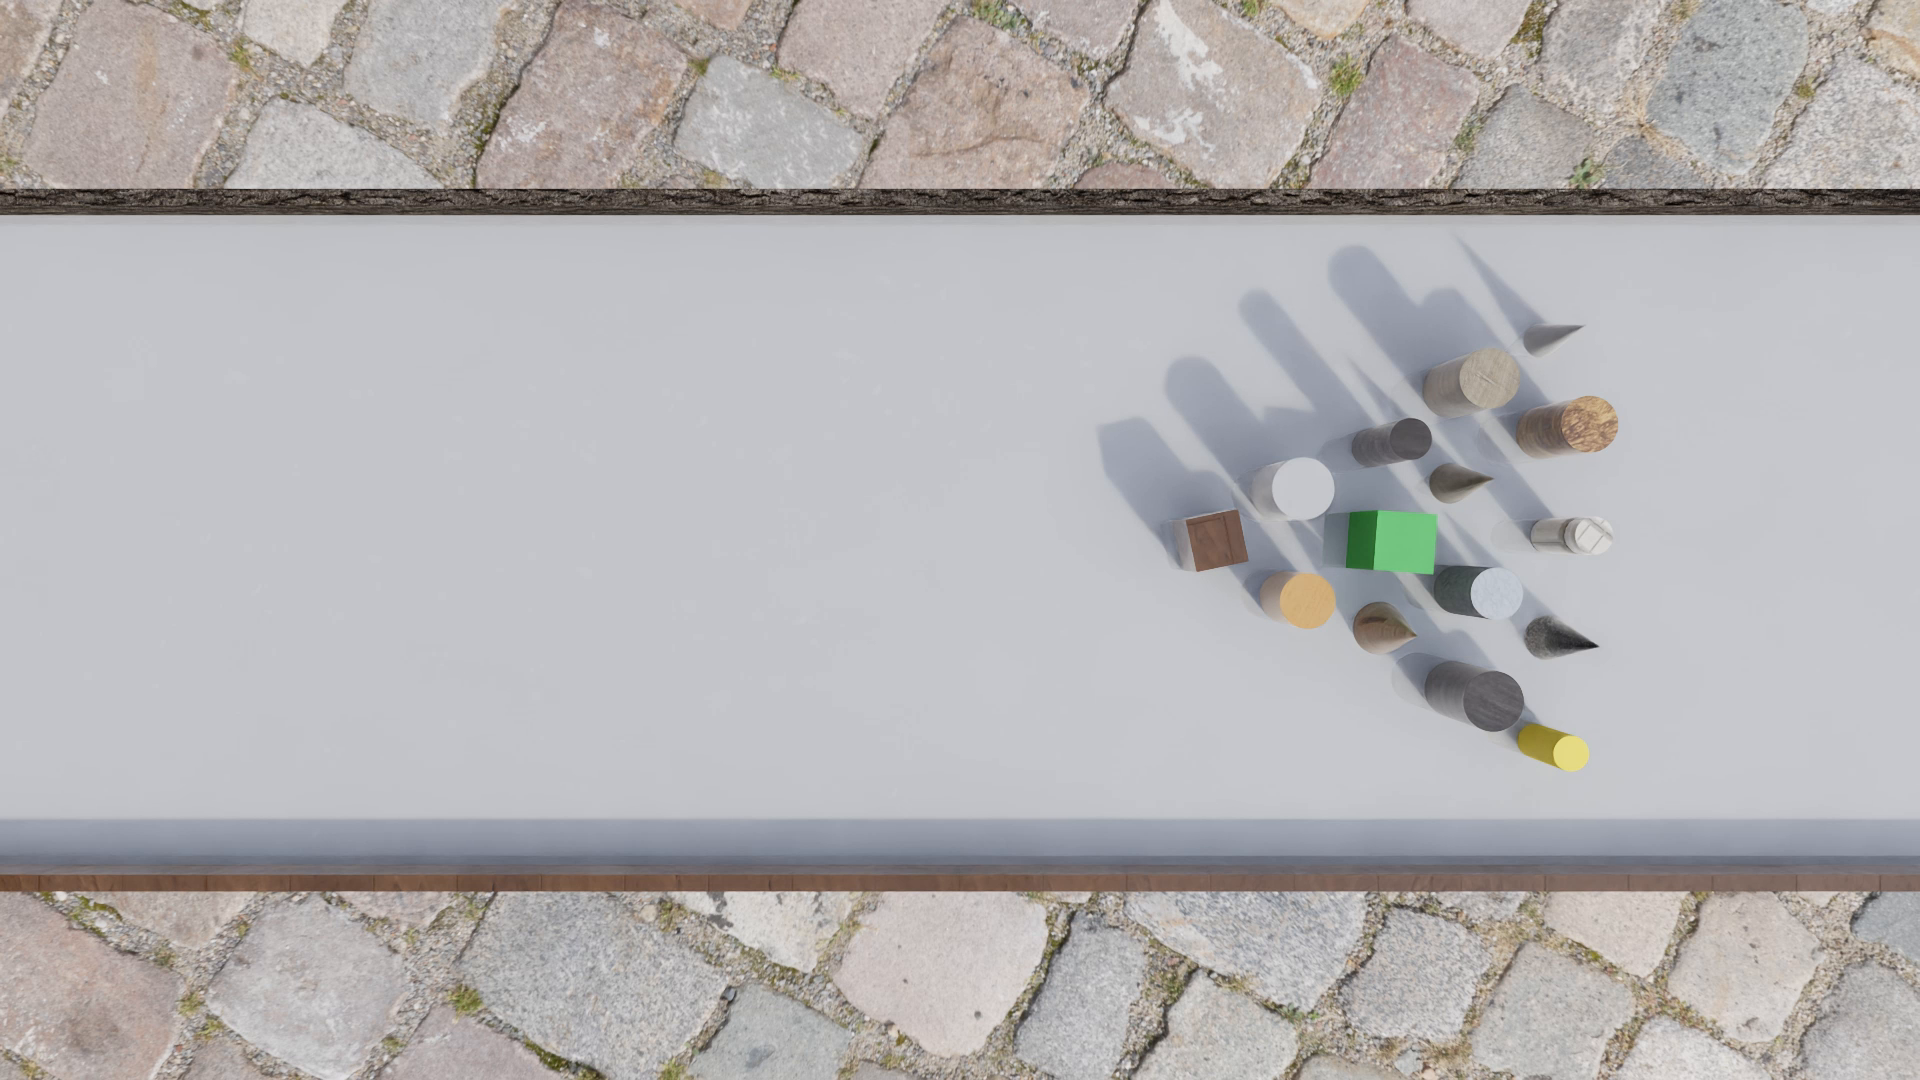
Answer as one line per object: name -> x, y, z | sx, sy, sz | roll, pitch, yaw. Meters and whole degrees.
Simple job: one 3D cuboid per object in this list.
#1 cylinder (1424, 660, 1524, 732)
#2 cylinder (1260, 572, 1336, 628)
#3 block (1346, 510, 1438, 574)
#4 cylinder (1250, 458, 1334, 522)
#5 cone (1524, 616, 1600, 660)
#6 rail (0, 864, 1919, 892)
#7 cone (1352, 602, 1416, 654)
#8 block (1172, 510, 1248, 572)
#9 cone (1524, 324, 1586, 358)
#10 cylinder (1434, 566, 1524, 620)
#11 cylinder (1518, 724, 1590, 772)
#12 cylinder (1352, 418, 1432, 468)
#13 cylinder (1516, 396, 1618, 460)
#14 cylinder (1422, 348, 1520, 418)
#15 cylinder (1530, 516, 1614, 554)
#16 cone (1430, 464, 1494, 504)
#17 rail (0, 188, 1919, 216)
cylinder -> 1.516, 0.459, 4.881 | 0.173, 0.391, 0.173 | 0, 90, 0
cylinder -> 1.001, 0.176, 4.913 | 0.161, 0.327, 0.161 | 0, 90, 0
block -> 1.279, 0.006, 4.906 | 0.172, 0.342, 0.172 | 4, 90, 0
cylinder -> 0.984, -0.148, 4.902 | 0.180, 0.348, 0.180 | 0, 90, 0
cone -> 1.807, 0.301, 4.865 | 0.139, 0.423, 0.139 | 0, 90, 0
rail -> -2.247, 1.025, 5.001 | 12.000, 0.150, 0.050 | 0, 90, 0
cone -> 1.291, 0.271, 4.864 | 0.164, 0.425, 0.164 | 0, 90, 0
block -> 0.744, 0.002, 4.923 | 0.155, 0.307, 0.155 | -12, 90, 0
cone -> 1.787, -0.614, 4.891 | 0.106, 0.370, 0.106 | 0, 90, 0
cylinder -> 1.532, 0.153, 4.892 | 0.150, 0.370, 0.150 | 0, 90, 0
cylinder -> 1.768, 0.618, 4.923 | 0.104, 0.308, 0.104 | 0, 90, 0
cylinder -> 1.264, -0.283, 4.850 | 0.119, 0.452, 0.119 | 0, 90, 0
cylinder -> 1.791, -0.329, 4.884 | 0.162, 0.386, 0.162 | 0, 90, 0
cylinder -> 1.509, -0.461, 4.887 | 0.173, 0.380, 0.173 | 0, 90, 0
cylinder -> 1.808, -0.012, 4.889 | 0.109, 0.375, 0.109 | 0, 90, 0
cone -> 1.507, -0.174, 4.861 | 0.124, 0.432, 0.124 | 0, 90, 0
rail -> -2.247, -1.025, 5.002 | 12.000, 0.150, 0.050 | 0, 90, 0
